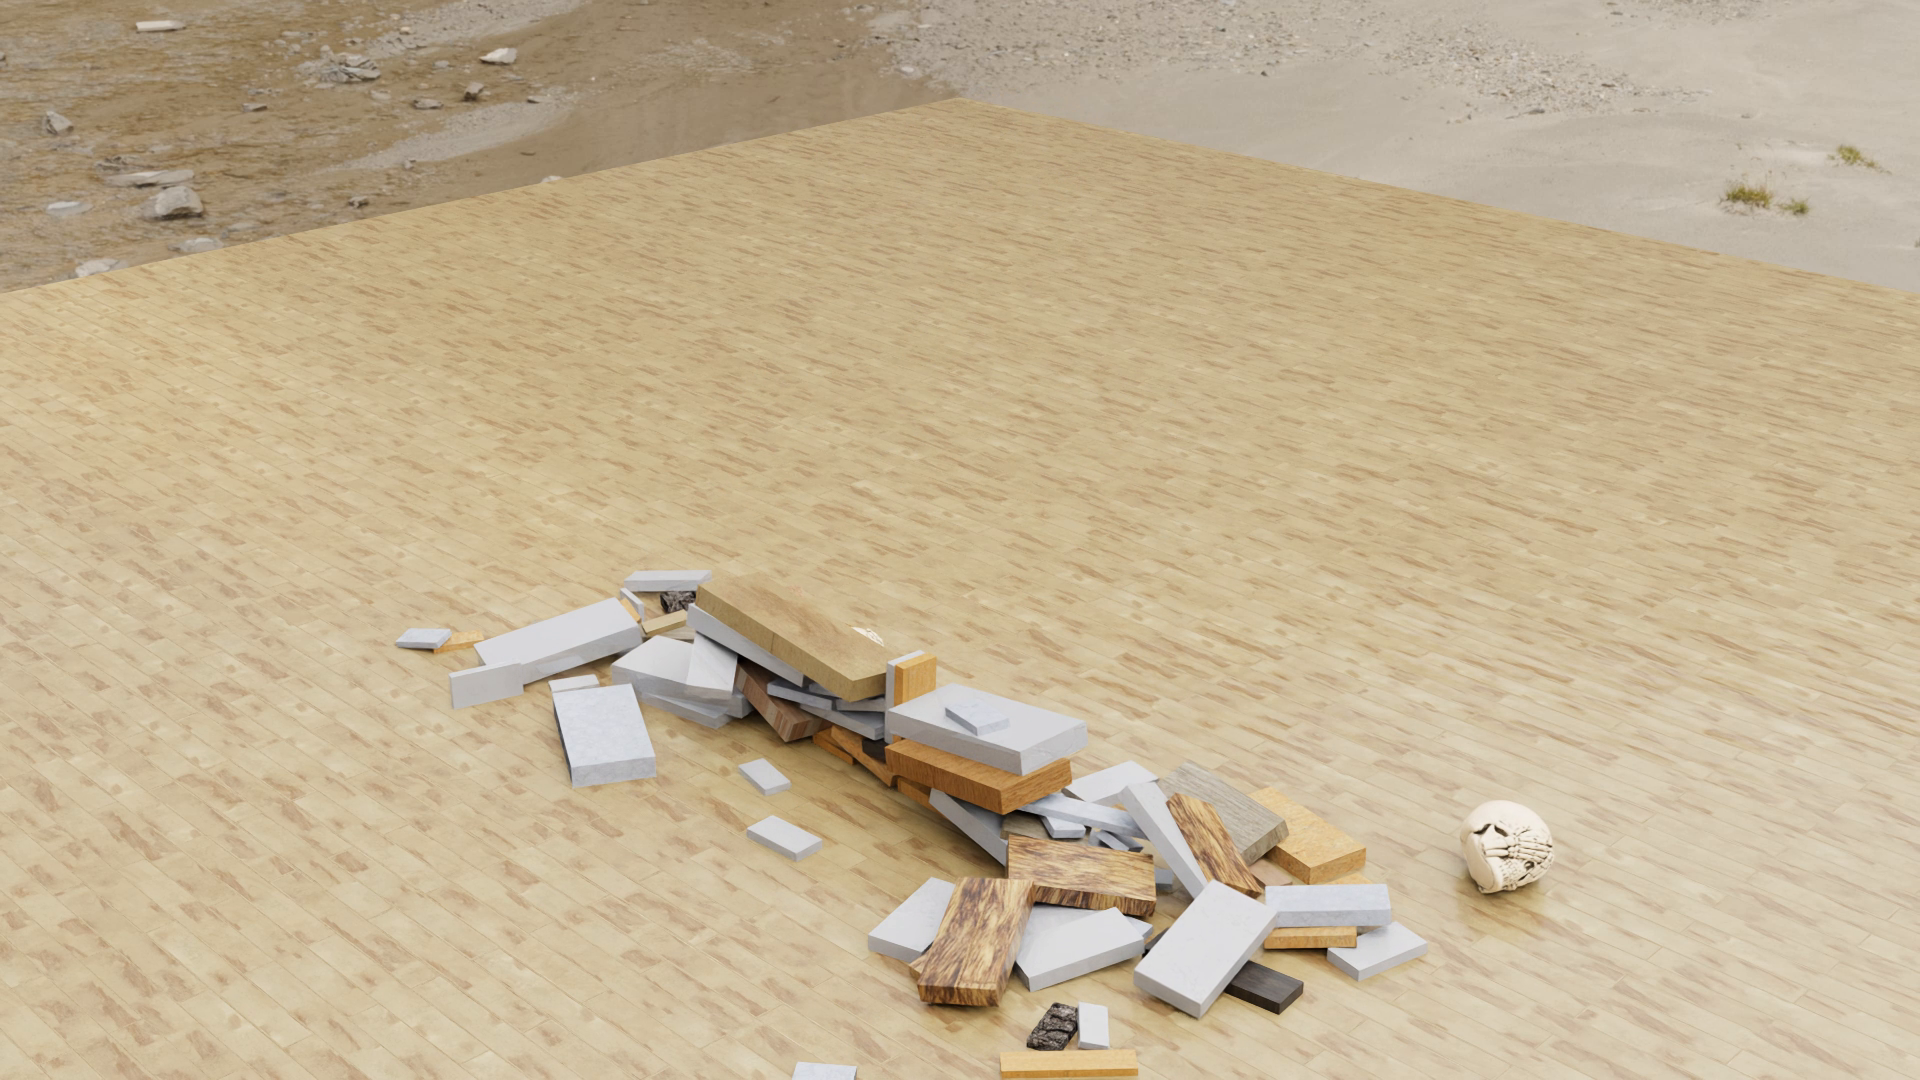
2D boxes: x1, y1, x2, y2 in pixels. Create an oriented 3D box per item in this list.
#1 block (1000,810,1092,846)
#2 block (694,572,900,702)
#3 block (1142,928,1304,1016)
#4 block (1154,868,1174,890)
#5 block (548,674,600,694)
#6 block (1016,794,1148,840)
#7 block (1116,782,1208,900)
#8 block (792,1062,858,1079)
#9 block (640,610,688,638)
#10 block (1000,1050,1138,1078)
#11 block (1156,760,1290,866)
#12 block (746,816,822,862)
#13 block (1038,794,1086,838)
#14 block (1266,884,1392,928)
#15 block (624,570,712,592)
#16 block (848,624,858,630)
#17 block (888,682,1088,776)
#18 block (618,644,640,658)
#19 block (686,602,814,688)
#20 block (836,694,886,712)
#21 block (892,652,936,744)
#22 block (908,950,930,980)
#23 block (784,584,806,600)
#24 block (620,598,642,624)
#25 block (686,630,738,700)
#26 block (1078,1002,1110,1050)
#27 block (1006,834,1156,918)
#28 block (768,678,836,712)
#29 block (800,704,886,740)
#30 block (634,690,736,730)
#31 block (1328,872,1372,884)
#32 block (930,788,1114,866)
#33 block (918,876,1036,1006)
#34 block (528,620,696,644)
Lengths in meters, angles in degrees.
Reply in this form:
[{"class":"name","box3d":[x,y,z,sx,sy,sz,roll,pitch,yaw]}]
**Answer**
[{"class":"block","box3d":[0.166,0.558,4.217,0.166,0.023,0.083,14,33,5]},{"class":"block","box3d":[-0.336,0.201,4.672,0.174,0.049,0.504,-12,30,-44]},{"class":"block","box3d":[0.467,0.767,3.923,0.285,0.024,0.083,17,28,34]},{"class":"block","box3d":[0.356,0.649,4.214,0.103,0.015,0.052,3,23,7]},{"class":"block","box3d":[-0.872,0.328,4.967,0.106,0.015,0.053,-8,24,-19]},{"class":"block","box3d":[0.243,0.525,4.214,0.293,0.017,0.060,13,23,3]},{"class":"block","box3d":[0.409,0.572,4.157,0.263,0.032,0.112,52,24,24]},{"class":"block","box3d":[-0.225,0.890,3.646,0.101,0.014,0.050,3,23,7]},{"class":"block","box3d":[-0.684,0.194,5.118,0.106,0.015,0.053,-18,28,-16]},{"class":"block","box3d":[0.181,0.876,3.677,0.228,0.015,0.053,-1,23,-2]},{"class":"block","box3d":[0.498,0.546,4.354,0.142,0.040,0.299,-33,34,-19]},{"class":"block","box3d":[-0.347,0.589,4.346,0.142,0.020,0.071,20,30,38]},{"class":"block","box3d":[0.188,0.529,4.224,0.065,0.018,0.131,2,25,-21]},{"class":"block","box3d":[0.676,0.672,4.045,0.223,0.032,0.112,-2,15,7]},{"class":"block","box3d":[-0.723,0.101,5.447,0.196,0.028,0.098,-1,13,10]},{"class":"block","box3d":[-0.327,0.211,5.235,0.159,0.023,0.080,19,29,37]},{"class":"block","box3d":[0.051,0.370,4.345,0.177,0.050,0.390,-20,22,-38]},{"class":"block","box3d":[-0.701,0.231,5.145,0.189,0.027,0.095,-7,22,5]},{"class":"block","box3d":[-0.406,0.208,4.756,0.348,0.049,0.174,25,25,33]},{"class":"block","box3d":[-0.174,0.335,4.596,0.084,0.024,0.167,-14,7,-42]},{"class":"block","box3d":[-0.092,0.328,4.493,0.091,0.182,0.026,-18,31,-39]},{"class":"block","box3d":[-0.002,0.742,3.937,0.166,0.023,0.083,-32,37,-31]},{"class":"block","box3d":[-0.419,0.147,5.354,0.080,0.023,0.159,-8,17,-11]},{"class":"block","box3d":[-0.778,0.174,5.201,0.017,0.060,0.121,-36,-4,-12]},{"class":"block","box3d":[-0.531,0.262,4.745,0.098,0.028,0.196,9,39,-5]},{"class":"block","box3d":[0.227,0.832,3.756,0.050,0.014,0.101,11,28,-5]},{"class":"block","box3d":[0.224,0.627,4.110,0.276,0.038,0.135,8,31,-3]},{"class":"block","box3d":[-0.319,0.324,4.697,0.167,0.024,0.084,12,20,30]},{"class":"block","box3d":[-0.225,0.367,4.650,0.091,0.026,0.250,-13,21,-40]},{"class":"block","box3d":[-0.604,0.357,4.885,0.246,0.027,0.095,16,28,33]},{"class":"block","box3d":[0.710,0.677,4.136,0.167,0.024,0.083,-13,26,-27]},{"class":"block","box3d":[0.126,0.558,4.273,0.177,0.050,0.355,-21,44,-39]},{"class":"block","box3d":[0.032,0.712,3.914,0.142,0.040,0.283,0,32,18]},{"class":"block","box3d":[-0.780,0.217,5.141,0.525,0.017,0.059,1,29,21]}]
